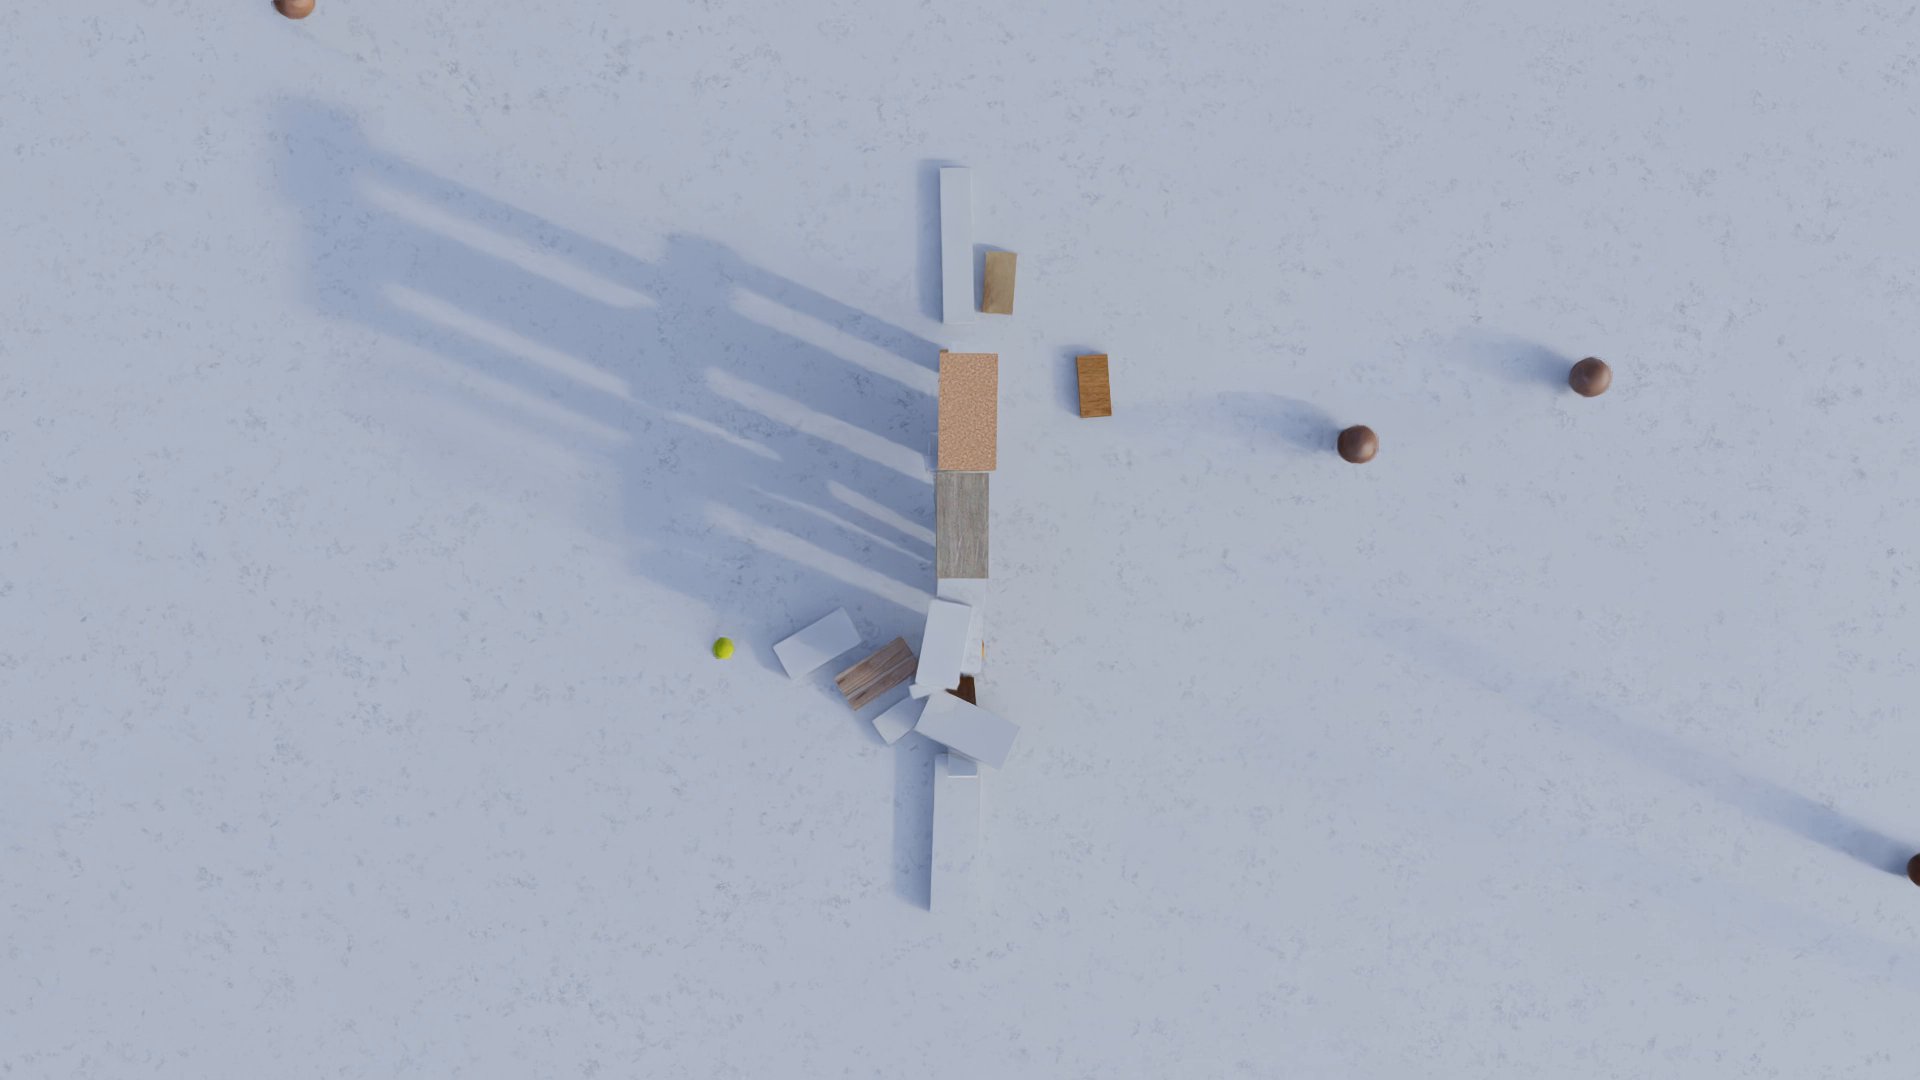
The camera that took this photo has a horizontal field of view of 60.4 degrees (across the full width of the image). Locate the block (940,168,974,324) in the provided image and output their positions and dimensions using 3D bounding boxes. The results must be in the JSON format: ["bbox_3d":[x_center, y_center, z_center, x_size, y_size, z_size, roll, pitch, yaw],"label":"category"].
[{"bbox_3d":[-0.010,-0.979,5.486,0.102,0.029,0.513,-1,90,0],"label":"block"}]

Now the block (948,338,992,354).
[{"bbox_3d":[0.017,-0.491,5.209,0.135,0.038,0.271,8,90,0],"label":"block"}]

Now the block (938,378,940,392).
[{"bbox_3d":[0.011,-0.425,5.006,0.169,0.368,0.048,44,90,0],"label":"block"}]

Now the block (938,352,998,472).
[{"bbox_3d":[0.024,-0.372,4.798,0.169,0.048,0.338,1,90,0],"label":"block"}]

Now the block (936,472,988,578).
[{"bbox_3d":[0.007,-0.042,4.829,0.154,0.044,0.309,0,90,0],"label":"block"}]

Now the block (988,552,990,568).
[{"bbox_3d":[0.012,0.060,5.086,0.154,0.471,0.044,-2,91,0],"label":"block"}]

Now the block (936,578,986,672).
[{"bbox_3d":[-0.002,0.262,5.180,0.149,0.042,0.298,3,90,0],"label":"block"}]

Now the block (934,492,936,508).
[{"bbox_3d":[0.000,-0.126,5.006,0.154,0.309,0.044,-7,90,0],"label":"block"}]

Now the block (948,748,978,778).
[{"bbox_3d":[0.009,0.688,5.452,0.096,0.027,0.192,0,69,-1],"label":"block"}]

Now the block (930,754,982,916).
[{"bbox_3d":[-0.013,0.978,5.478,0.155,0.044,0.529,2,90,0],"label":"block"}]

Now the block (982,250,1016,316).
[{"bbox_3d":[0.131,-0.854,5.486,0.102,0.029,0.203,4,90,0],"label":"block"}]

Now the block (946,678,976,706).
[{"bbox_3d":[0.006,0.554,5.462,0.096,0.027,0.192,-4,76,-2],"label":"block"}]

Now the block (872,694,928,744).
[{"bbox_3d":[-0.186,0.587,5.486,0.192,0.027,0.096,-35,90,0],"label":"block"}]

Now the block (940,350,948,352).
[{"bbox_3d":[0.003,-0.576,5.364,0.135,0.271,0.038,2,88,0],"label":"block"}]

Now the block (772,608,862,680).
[{"bbox_3d":[-0.474,0.346,5.481,0.264,0.037,0.132,-30,91,1],"label":"block"}]

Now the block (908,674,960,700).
[{"bbox_3d":[-0.082,0.452,5.344,0.155,0.310,0.044,-19,92,0],"label":"block"}]

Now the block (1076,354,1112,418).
[{"bbox_3d":[0.446,-0.511,5.486,0.102,0.029,0.203,-4,90,0],"label":"block"}]

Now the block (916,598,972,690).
[{"bbox_3d":[-0.050,0.324,5.141,0.132,0.037,0.264,11,90,0],"label":"block"}]

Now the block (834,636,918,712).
[{"bbox_3d":[-0.272,0.443,5.481,0.264,0.037,0.132,-32,90,0],"label":"block"}]

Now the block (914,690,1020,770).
[{"bbox_3d":[0.025,0.620,5.409,0.311,0.044,0.155,25,77,5],"label":"block"}]

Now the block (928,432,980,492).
[{"bbox_3d":[-0.010,-0.194,5.182,0.148,0.042,0.297,-6,90,0],"label":"block"}]

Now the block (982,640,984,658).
[{"bbox_3d":[0.003,0.355,5.351,0.149,0.298,0.042,-1,90,0],"label":"block"}]

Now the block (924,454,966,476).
[{"bbox_3d":[-0.021,-0.235,4.991,0.169,0.338,0.048,-8,90,0],"label":"block"}]
